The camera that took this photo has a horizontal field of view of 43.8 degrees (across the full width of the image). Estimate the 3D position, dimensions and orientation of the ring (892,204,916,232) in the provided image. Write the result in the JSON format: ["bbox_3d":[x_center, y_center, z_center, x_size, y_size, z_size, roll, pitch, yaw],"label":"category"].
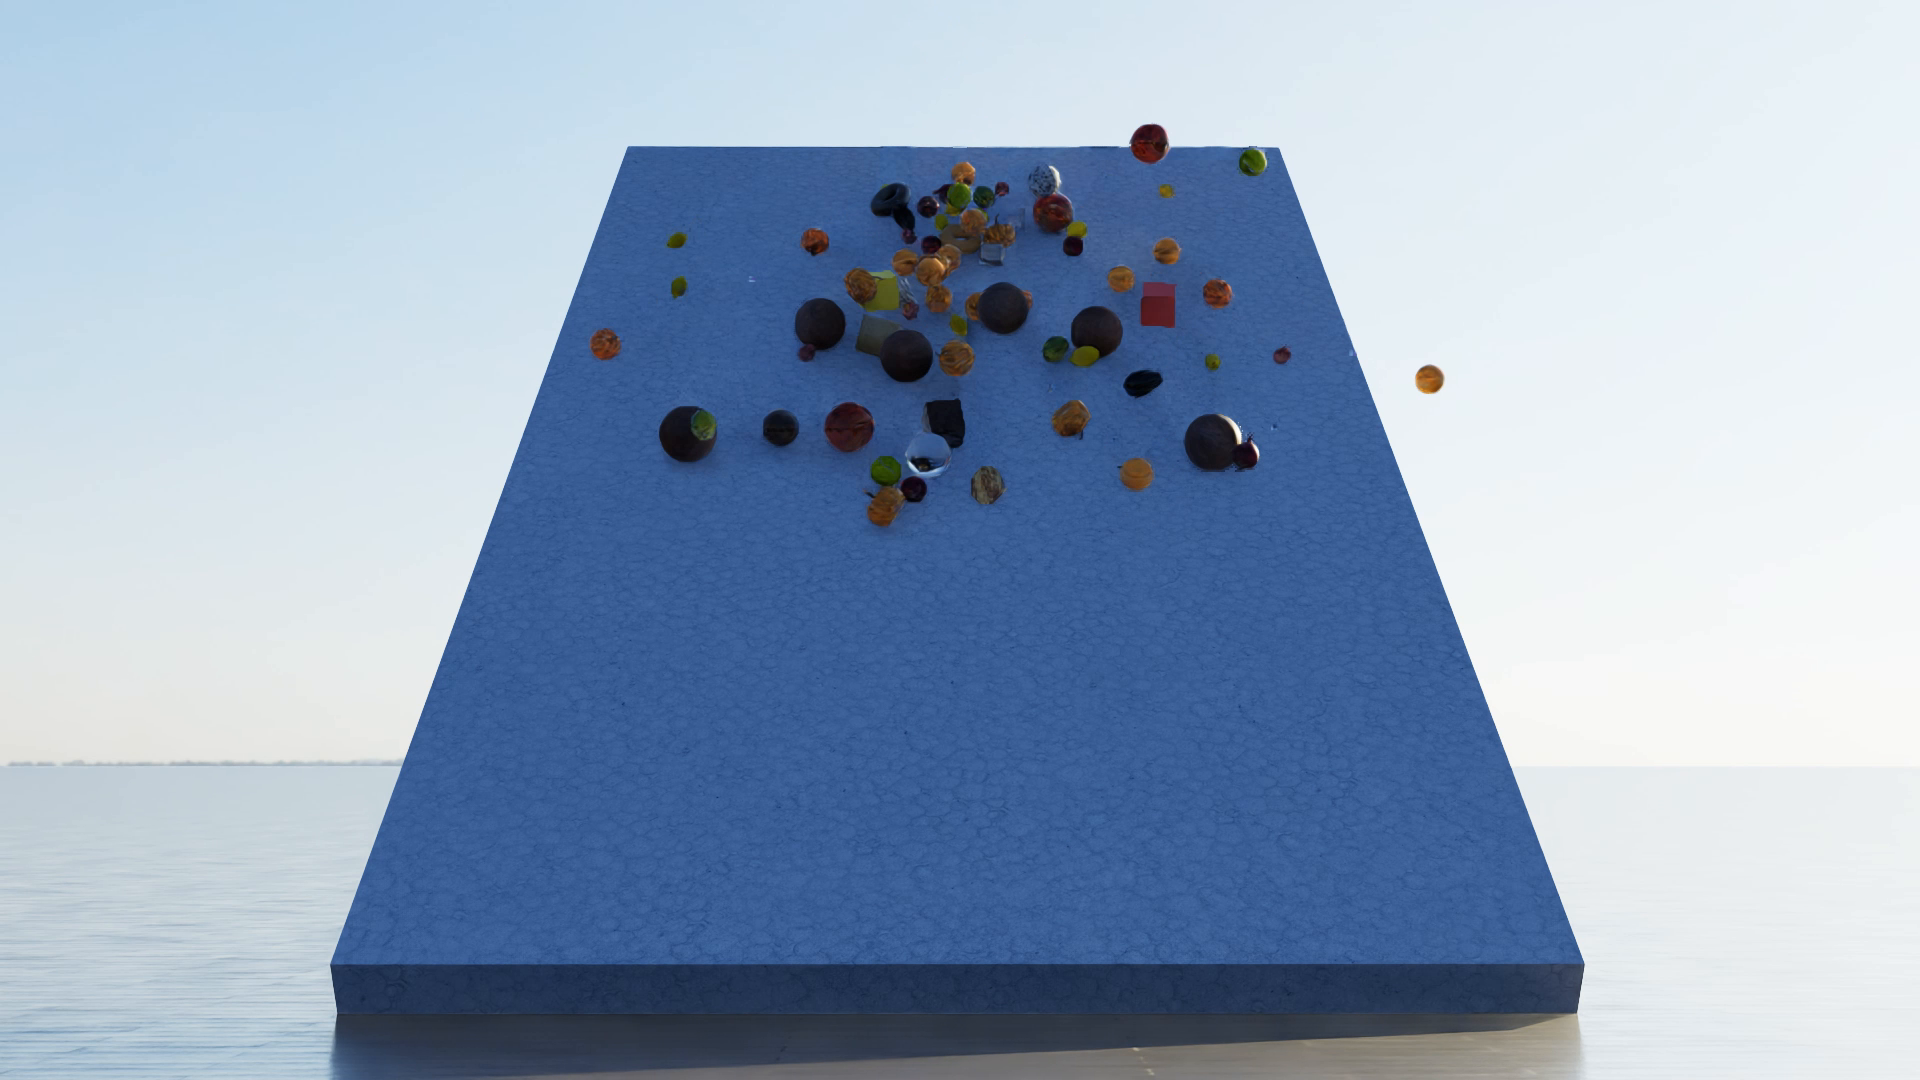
[{"bbox_3d":[-0.156,-0.896,6.629,0.029,0.087,0.087,-37,8,-19],"label":"ring"}]

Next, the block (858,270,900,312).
[{"bbox_3d":[-0.207,-0.633,6.078,0.083,0.083,0.083,-7,19,-14],"label":"block"}]

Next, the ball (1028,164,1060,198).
[{"bbox_3d":[0.228,-0.974,6.483,0.088,0.088,0.088,0,-5,0],"label":"ball"}]

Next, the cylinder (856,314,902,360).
[{"bbox_3d":[-0.201,-0.499,5.870,0.093,0.093,0.093,15,-5,0],"label":"cylinder"}]

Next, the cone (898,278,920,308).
[{"bbox_3d":[-0.133,-0.624,6.200,0.078,0.078,0.078,38,2,11],"label":"cone"}]

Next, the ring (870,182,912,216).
[{"bbox_3d":[-0.196,-0.970,6.800,0.129,0.129,0.043,-4,-46,37],"label":"ring"}]

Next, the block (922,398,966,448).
[{"bbox_3d":[-0.038,-0.263,5.444,0.080,0.080,0.080,-6,-27,-11],"label":"block"}]

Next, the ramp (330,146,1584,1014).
[{"bbox_3d":[-0.011,-0.222,5.591,2.000,0.100,4.000,0,28,0],"label":"ramp"}]

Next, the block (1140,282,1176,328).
[{"bbox_3d":[0.508,-0.601,6.106,0.085,0.085,0.085,3,30,5],"label":"block"}]

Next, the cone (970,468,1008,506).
[{"bbox_3d":[0.081,-0.117,5.248,0.085,0.085,0.085,-4,-1,35],"label":"cone"}]

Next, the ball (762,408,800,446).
[{"bbox_3d":[-0.410,-0.257,5.457,0.086,0.086,0.086,0,-5,0],"label":"ball"}]

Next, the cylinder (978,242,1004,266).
[{"bbox_3d":[0.085,-0.771,6.451,0.060,0.060,0.060,4,-5,9],"label":"cylinder"}]

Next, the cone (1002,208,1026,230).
[{"bbox_3d":[0.145,-0.891,6.619,0.062,0.062,0.062,2,-5,16],"label":"cone"}]

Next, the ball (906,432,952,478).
[{"bbox_3d":[-0.069,-0.185,5.224,0.099,0.099,0.099,0,-5,0],"label":"ball"}]

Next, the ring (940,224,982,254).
[{"bbox_3d":[0.002,-0.819,6.497,0.117,0.117,0.039,1,-47,-11],"label":"ring"}]
